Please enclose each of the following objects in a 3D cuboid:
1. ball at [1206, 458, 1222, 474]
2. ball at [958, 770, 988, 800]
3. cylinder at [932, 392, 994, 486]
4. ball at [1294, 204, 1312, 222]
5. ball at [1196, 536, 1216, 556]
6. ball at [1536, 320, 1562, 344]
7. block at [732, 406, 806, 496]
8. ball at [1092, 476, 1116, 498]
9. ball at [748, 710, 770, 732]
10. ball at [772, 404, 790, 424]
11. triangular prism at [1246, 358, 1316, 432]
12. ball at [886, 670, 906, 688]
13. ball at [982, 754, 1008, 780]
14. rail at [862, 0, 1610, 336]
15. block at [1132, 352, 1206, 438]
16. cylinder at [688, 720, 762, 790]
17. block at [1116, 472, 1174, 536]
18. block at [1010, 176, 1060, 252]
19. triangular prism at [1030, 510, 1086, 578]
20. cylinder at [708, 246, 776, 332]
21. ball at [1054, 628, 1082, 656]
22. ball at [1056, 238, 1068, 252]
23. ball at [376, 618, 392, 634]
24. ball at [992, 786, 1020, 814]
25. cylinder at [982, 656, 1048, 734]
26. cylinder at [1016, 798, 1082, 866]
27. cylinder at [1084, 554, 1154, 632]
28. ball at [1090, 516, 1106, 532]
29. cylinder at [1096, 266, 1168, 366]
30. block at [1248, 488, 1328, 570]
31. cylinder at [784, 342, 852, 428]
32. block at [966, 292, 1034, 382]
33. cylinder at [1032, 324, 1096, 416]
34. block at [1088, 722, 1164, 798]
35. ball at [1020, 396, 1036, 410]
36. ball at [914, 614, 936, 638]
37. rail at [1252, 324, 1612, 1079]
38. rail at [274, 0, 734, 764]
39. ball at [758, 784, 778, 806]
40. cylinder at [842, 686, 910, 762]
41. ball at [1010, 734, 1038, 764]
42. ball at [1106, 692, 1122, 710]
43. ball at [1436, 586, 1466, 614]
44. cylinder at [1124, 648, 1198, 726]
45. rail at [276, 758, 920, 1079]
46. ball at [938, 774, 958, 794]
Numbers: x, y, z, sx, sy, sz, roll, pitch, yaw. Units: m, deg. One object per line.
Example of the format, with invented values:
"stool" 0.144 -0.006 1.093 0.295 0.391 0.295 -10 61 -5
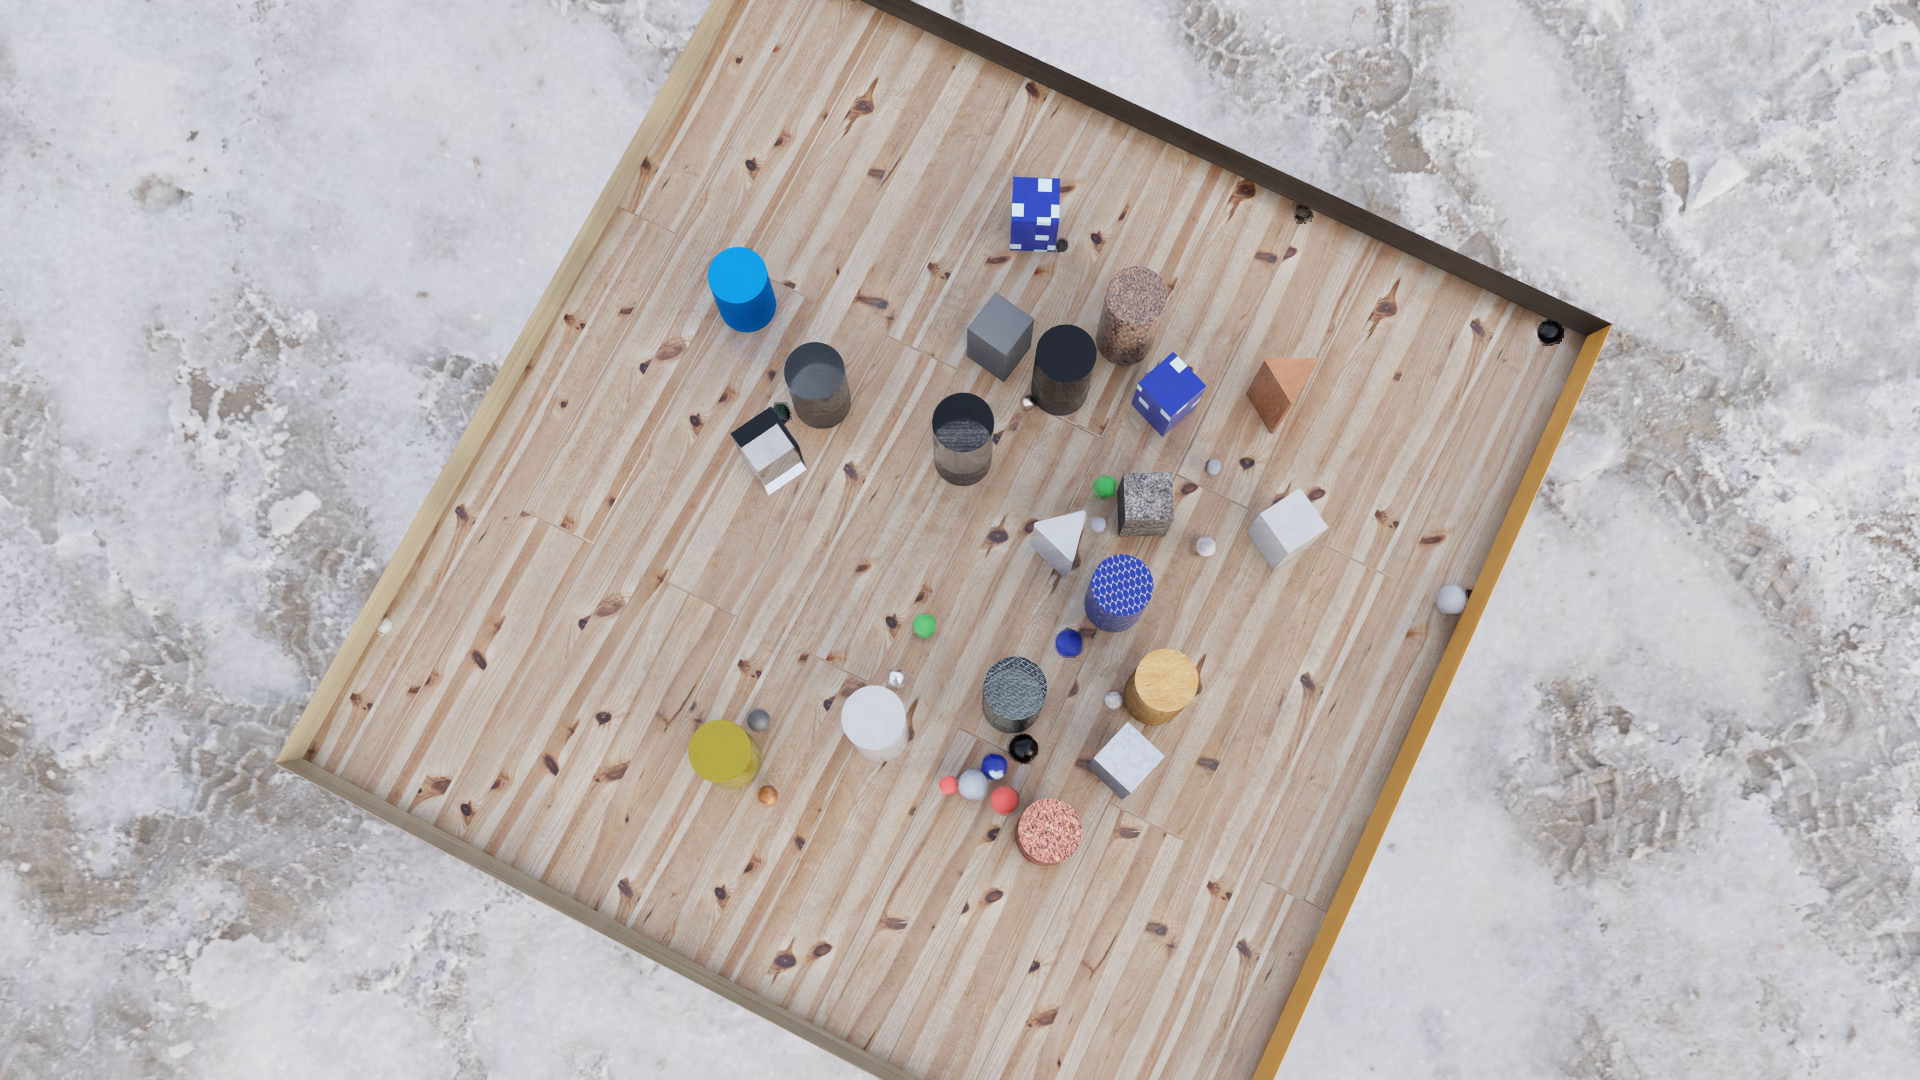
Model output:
"ball" 0.780 -0.226 5.638 0.049 0.049 0.049 0 78 0
"ball" 0.038 0.723 5.421 0.089 0.089 0.089 0 78 0
"cylinder" 0.009 -0.295 5.465 0.179 0.416 0.179 0 78 0
"ball" 1.085 -1.035 5.803 0.054 0.054 0.054 0 78 0
"ball" 0.747 0.020 5.581 0.060 0.060 0.060 0 78 0
"ball" 1.837 -0.648 5.713 0.073 0.073 0.073 0 78 0
"block" -0.573 -0.265 5.517 0.143 0.302 0.143 -35 80 -7
"ball" 0.441 -0.162 5.613 0.071 0.071 0.071 0 78 0
"ball" -0.600 0.540 5.469 0.069 0.069 0.069 0 78 0
"ball" -0.555 -0.390 5.665 0.063 0.063 0.063 0 78 0
"triangular prism" 0.950 -0.462 5.532 0.134 0.352 0.155 30 80 6
"ball" -0.191 0.416 5.501 0.058 0.058 0.058 0 78 0
"ball" 0.102 0.673 5.438 0.077 0.077 0.077 0 78 0
"rail" 0.660 -1.287 5.822 2.990 0.116 0.045 26 80 5
"block" 0.634 -0.441 5.586 0.143 0.238 0.143 -41 81 -8
"cylinder" -0.683 0.628 5.345 0.179 0.276 0.179 0 78 0
"block" 0.556 -0.105 5.516 0.143 0.238 0.143 -1 78 0
"block" 0.231 -1.010 5.698 0.143 0.249 0.143 2 78 0
"triangular prism" 0.318 -0.010 5.474 0.134 0.283 0.155 -44 82 -8
"cylinder" -0.668 -0.767 5.633 0.179 0.277 0.179 0 78 0
"ball" 0.327 0.307 5.510 0.083 0.083 0.083 0 78 0
"ball" 0.322 -0.930 5.787 0.042 0.042 0.042 0 78 0
"ball" -1.740 0.259 5.539 0.047 0.047 0.047 0 78 0
"ball" 0.134 0.767 5.416 0.082 0.082 0.082 0 78 0
"cylinder" 0.155 0.454 5.321 0.179 0.394 0.179 0 78 0
"cylinder" 0.253 0.845 5.283 0.179 0.311 0.179 0 78 0
"cylinder" 0.467 0.161 5.419 0.179 0.320 0.179 0 78 0
"ball" 0.420 -0.048 5.601 0.050 0.050 0.050 0 78 0
"cylinder" 0.516 -0.673 5.546 0.179 0.409 0.179 0 78 0
"block" 0.979 -0.031 5.491 0.143 0.257 0.143 -33 80 -6
"cylinder" -0.428 -0.464 5.548 0.179 0.321 0.179 0 78 0
"block" 0.122 -0.618 5.603 0.143 0.277 0.143 36 81 7
"cylinder" 0.311 -0.510 5.538 0.179 0.360 0.179 0 78 0
"block" 0.479 0.645 5.333 0.143 0.293 0.143 43 81 8
"ball" 0.212 -0.425 5.680 0.047 0.047 0.047 0 78 0
"ball" -0.105 0.260 5.526 0.071 0.071 0.071 0 78 0
"rail" 1.316 0.650 5.421 0.045 0.116 3.000 26 80 5
"rail" -1.316 -0.638 5.688 0.045 0.116 3.000 26 80 5
"ball" -0.568 0.756 5.429 0.060 0.060 0.060 0 78 0
"cylinder" -0.240 0.535 5.294 0.179 0.415 0.179 0 78 0
"ball" 0.189 0.620 5.444 0.086 0.086 0.086 0 78 0
"ball" 0.461 0.481 5.490 0.053 0.053 0.053 0 78 0
"ball" 1.484 0.181 5.533 0.089 0.089 0.089 0 78 0
"cylinder" 0.581 0.432 5.338 0.179 0.371 0.179 0 78 0
"rail" -0.660 1.299 5.287 2.990 0.116 0.045 26 80 5
"ball" -0.034 0.726 5.436 0.058 0.058 0.058 0 78 0
